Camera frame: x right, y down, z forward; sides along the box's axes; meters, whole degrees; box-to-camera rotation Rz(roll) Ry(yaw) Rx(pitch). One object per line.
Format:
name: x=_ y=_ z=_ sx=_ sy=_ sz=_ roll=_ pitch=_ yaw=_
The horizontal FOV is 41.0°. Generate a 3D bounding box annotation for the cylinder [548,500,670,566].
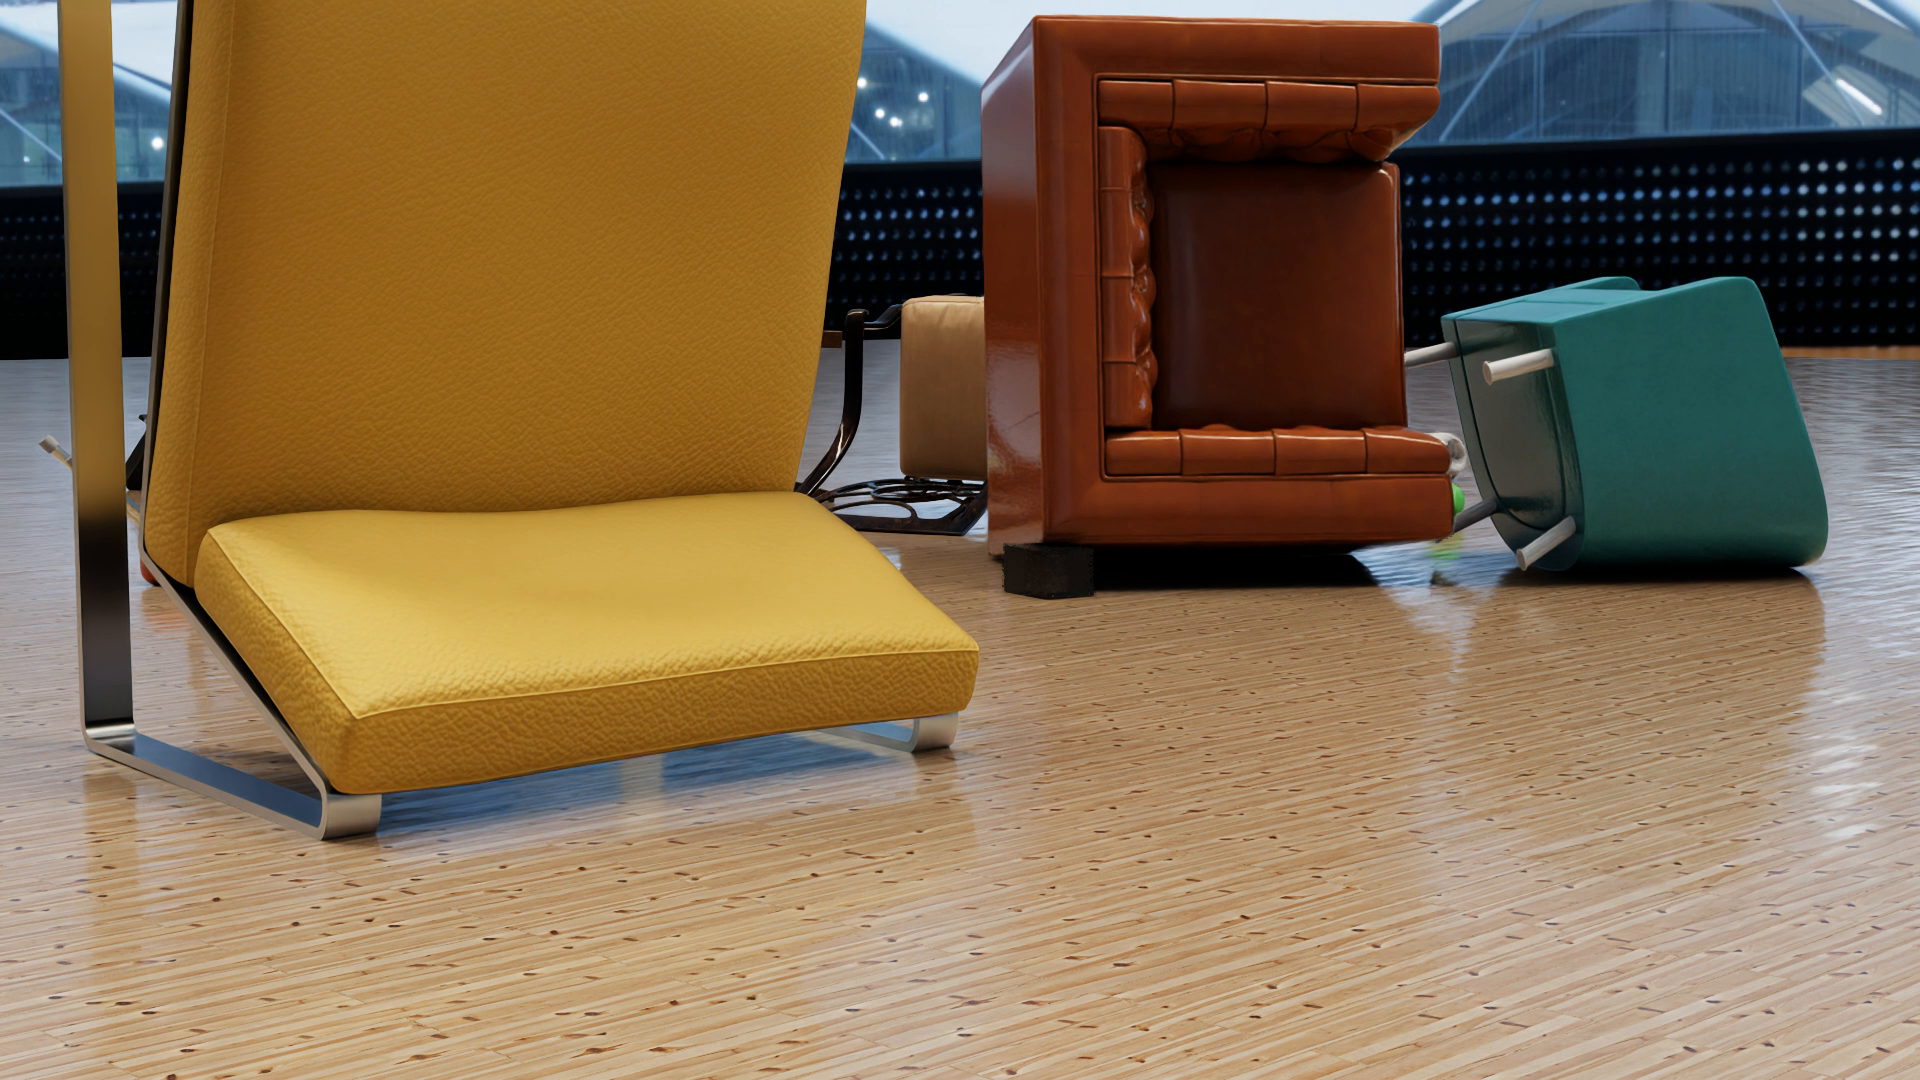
cylinder: x=-0.802 y=-0.017 z=5.878 sx=0.159 sy=0.143 sz=0.256 roll=3 pitch=10 yaw=27

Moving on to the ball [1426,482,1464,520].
ball: x=1.307 y=-0.103 z=6.911 sx=0.104 sy=0.104 sz=0.104 roll=0 pitch=6 yaw=0

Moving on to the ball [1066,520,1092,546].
ball: x=0.291 y=-0.018 z=6.269 sx=0.066 sy=0.066 sz=0.066 roll=0 pitch=6 yaw=0

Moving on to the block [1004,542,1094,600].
block: x=0.184 y=0.063 z=5.318 sx=0.118 sy=0.098 sz=0.157 roll=-4 pitch=7 yaw=-32

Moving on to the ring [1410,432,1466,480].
ring: x=1.546 y=-0.270 z=8.294 sx=0.128 sy=0.155 sz=0.190 roll=-9 pitch=-23 yaw=44

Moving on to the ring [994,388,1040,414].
ring: x=0.271 y=-0.666 z=12.293 sx=0.233 sy=0.122 sz=0.109 roll=1 pitch=-4 yaw=25
